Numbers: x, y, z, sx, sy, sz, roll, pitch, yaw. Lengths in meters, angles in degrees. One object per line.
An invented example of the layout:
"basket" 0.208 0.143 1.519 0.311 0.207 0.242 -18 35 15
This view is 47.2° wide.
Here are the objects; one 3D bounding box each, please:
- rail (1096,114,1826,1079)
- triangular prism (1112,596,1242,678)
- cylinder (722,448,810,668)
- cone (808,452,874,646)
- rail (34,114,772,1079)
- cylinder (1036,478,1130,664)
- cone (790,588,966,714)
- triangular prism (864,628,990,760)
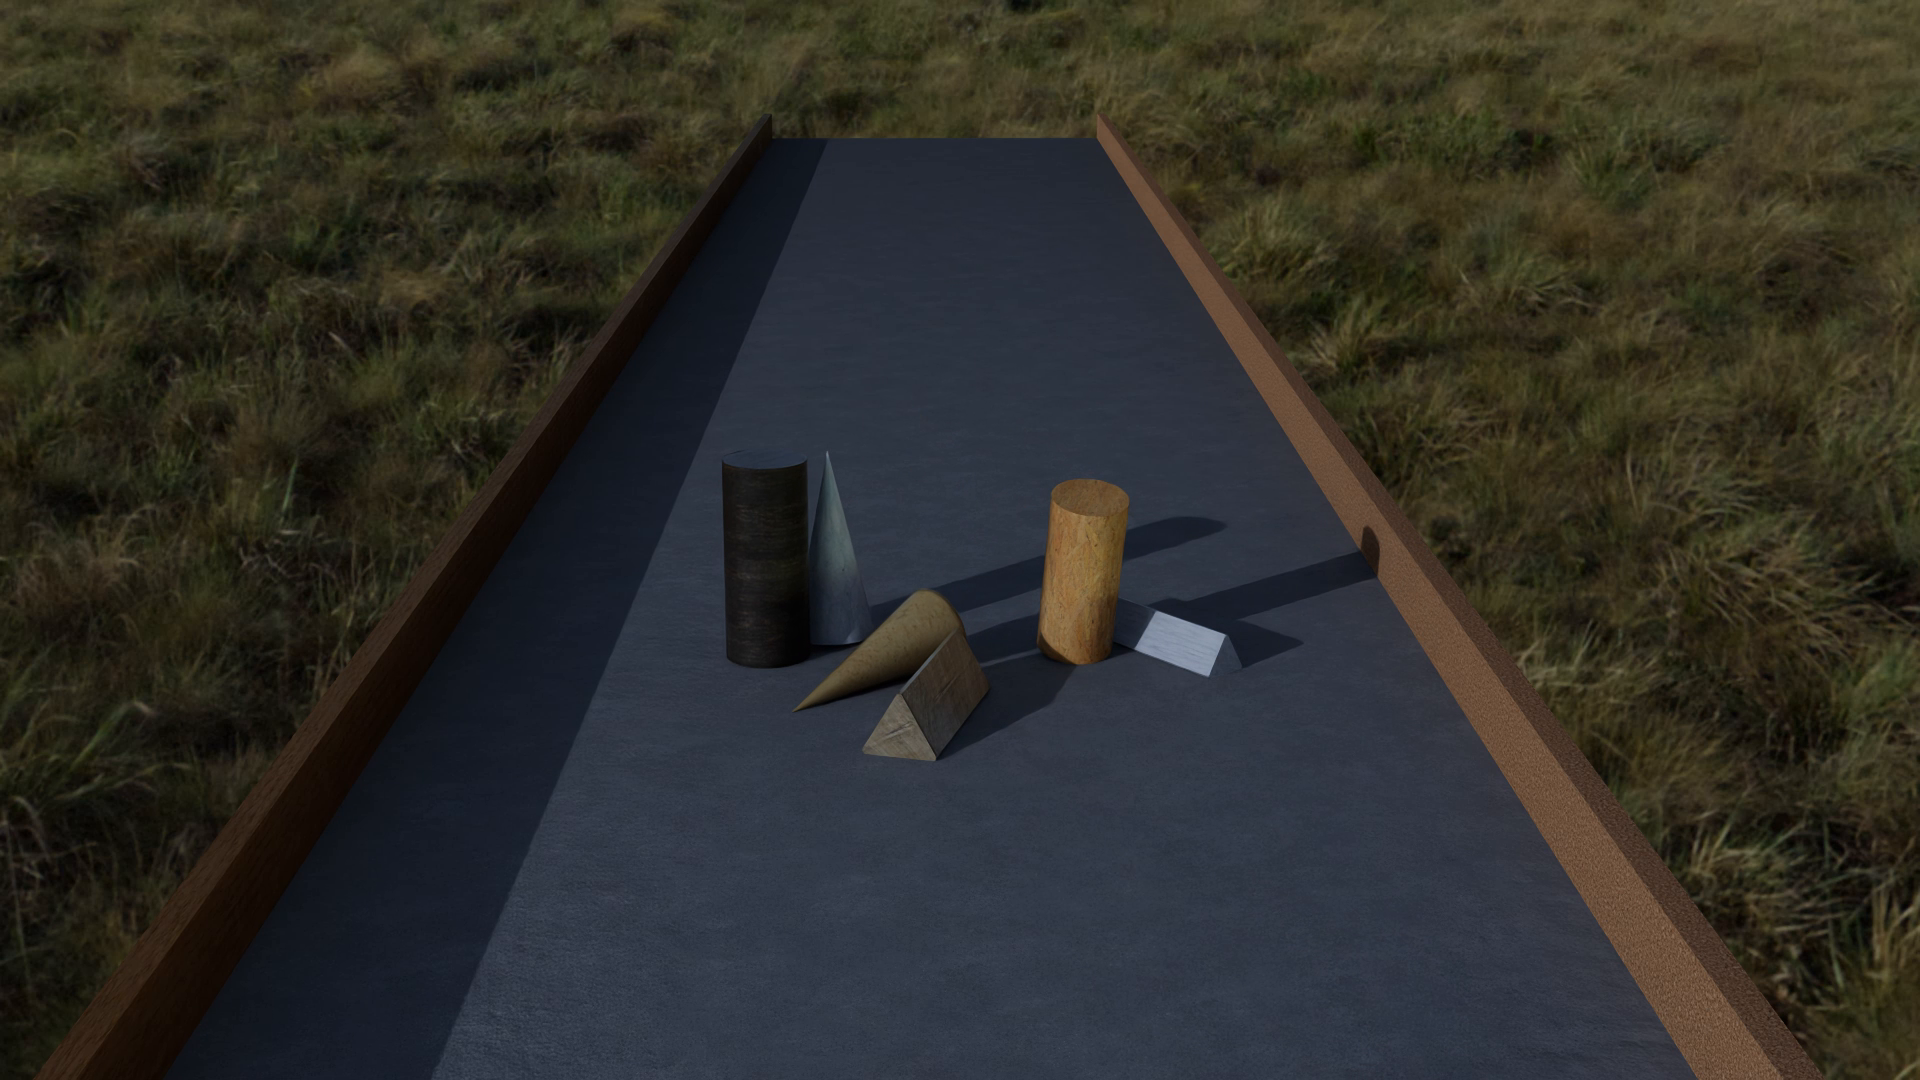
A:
"rail" 0.932 -0.844 7.801 0.050 0.150 12.000 0 17 -1
"triangular prism" 0.399 0.180 4.472 0.093 0.080 0.392 -14 21 -37
"cylinder" -0.386 0.035 4.390 0.168 0.407 0.168 0 16 0
"cone" -0.265 0.005 4.511 0.169 0.388 0.169 -1 13 0
"rail" -1.118 -0.838 7.780 0.050 0.150 12.000 0 17 -1
"cylinder" 0.243 0.064 4.371 0.153 0.339 0.153 3 30 -2
"cone" -0.183 0.248 4.254 0.162 0.162 0.400 16 34 42
"triangular prism" -0.057 0.277 4.078 0.136 0.118 0.378 5 17 15
